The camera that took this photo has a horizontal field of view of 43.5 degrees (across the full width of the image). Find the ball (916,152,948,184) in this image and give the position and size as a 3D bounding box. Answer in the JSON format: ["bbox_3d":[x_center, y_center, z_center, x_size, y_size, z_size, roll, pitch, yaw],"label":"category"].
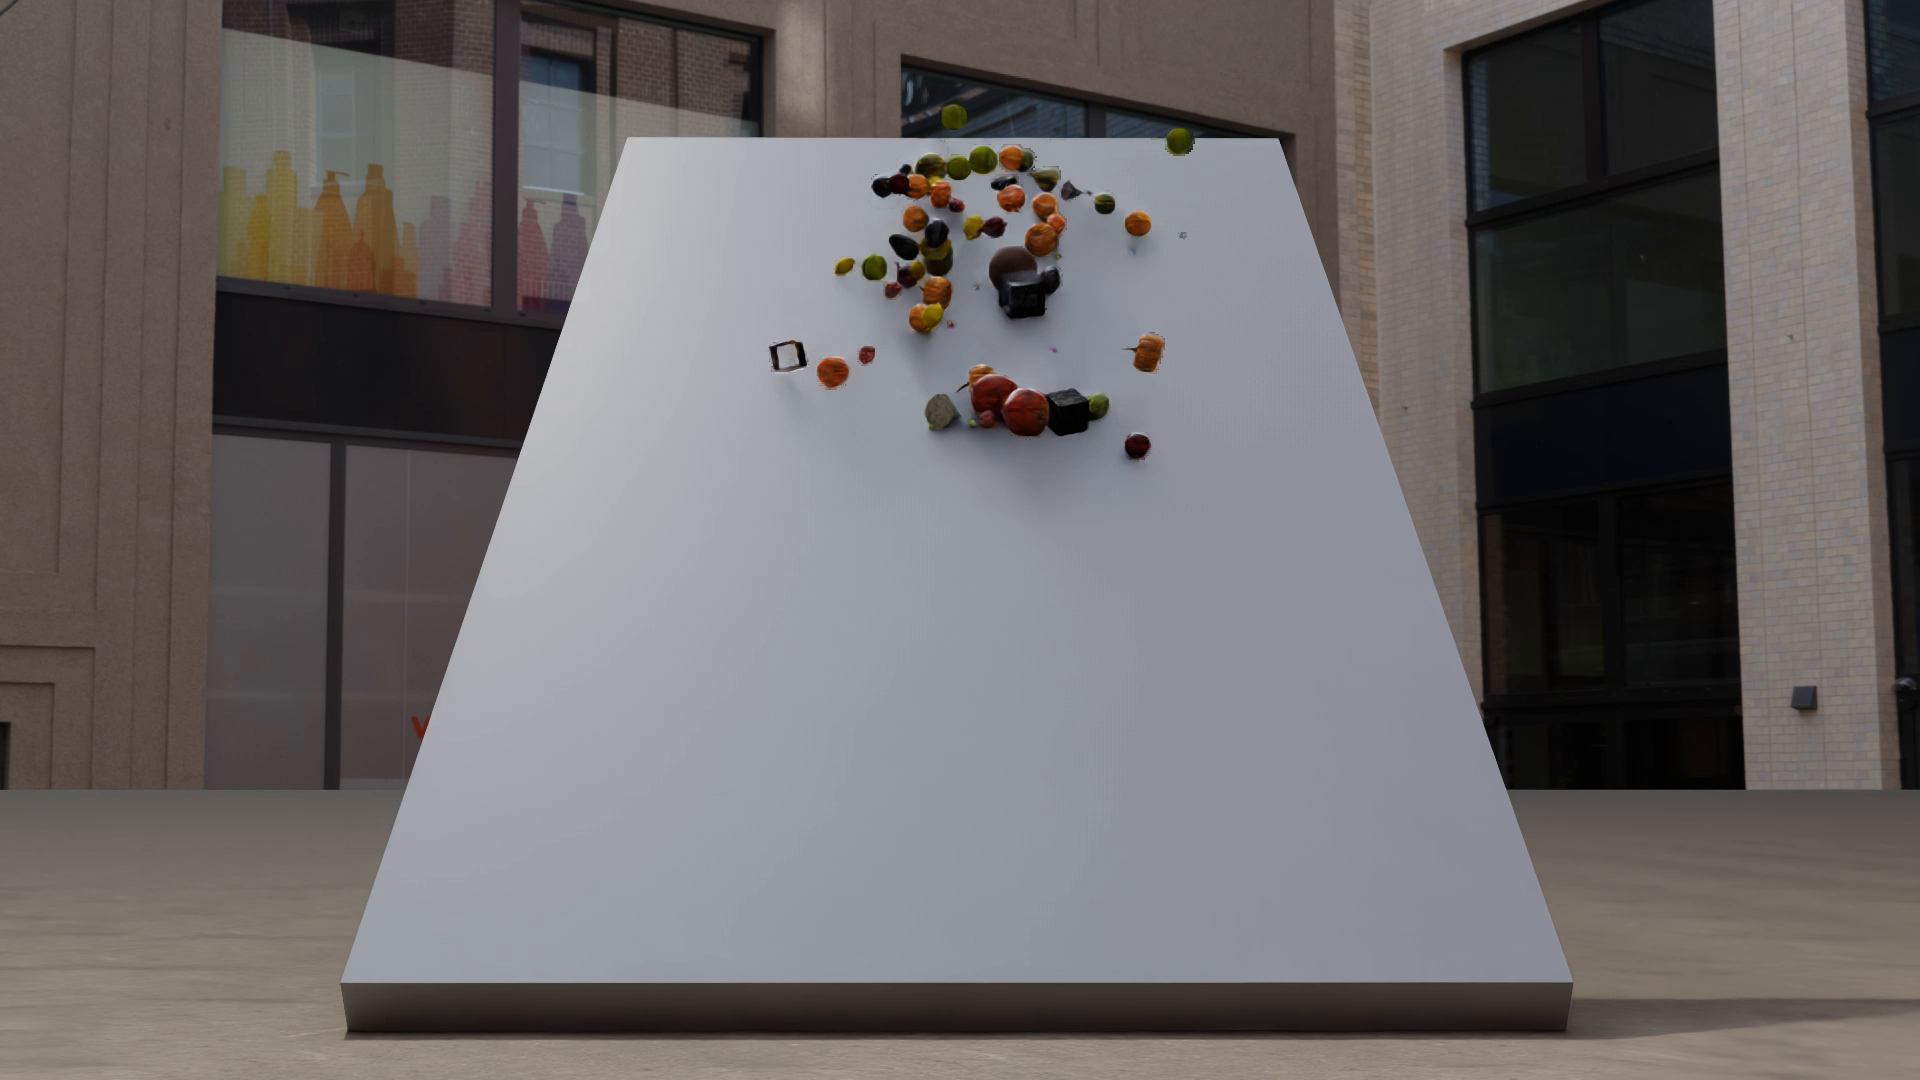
[{"bbox_3d":[-0.084,-1.084,7.021,0.094,0.094,0.094,0,-6,0],"label":"ball"}]

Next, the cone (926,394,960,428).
[{"bbox_3d":[-0.024,-0.300,5.679,0.082,0.082,0.082,-4,-7,37],"label":"cone"}]

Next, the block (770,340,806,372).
[{"bbox_3d":[-0.419,-0.448,5.875,0.061,0.061,0.061,-13,-6,23],"label":"block"}]

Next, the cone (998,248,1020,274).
[{"bbox_3d":[0.121,-0.738,6.471,0.064,0.064,0.064,17,-30,10],"label":"cone"}]

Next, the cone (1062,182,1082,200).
[{"bbox_3d":[0.332,-1.003,6.936,0.057,0.057,0.057,5,-8,-32],"label":"cone"}]

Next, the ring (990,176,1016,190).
[{"bbox_3d":[0.124,-1.020,6.871,0.077,0.026,0.077,-9,27,4],"label":"ring"}]

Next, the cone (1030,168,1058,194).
[{"bbox_3d":[0.230,-1.048,6.934,0.077,0.077,0.077,13,-13,-38],"label":"cone"}]

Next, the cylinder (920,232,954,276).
[{"bbox_3d":[-0.062,-0.763,6.420,0.085,0.085,0.085,0,-22,4],"label":"cylinder"}]

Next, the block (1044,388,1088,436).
[{"bbox_3d":[0.249,-0.300,5.640,0.076,0.076,0.076,-13,32,-22],"label":"block"}]

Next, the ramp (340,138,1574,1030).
[{"bbox_3d":[-0.012,-0.215,5.668,2.000,0.100,4.000,0,29,0],"label":"ramp"}]

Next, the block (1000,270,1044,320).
[{"bbox_3d":[0.160,-0.636,6.226,0.091,0.091,0.091,-9,31,-16],"label":"block"}]
